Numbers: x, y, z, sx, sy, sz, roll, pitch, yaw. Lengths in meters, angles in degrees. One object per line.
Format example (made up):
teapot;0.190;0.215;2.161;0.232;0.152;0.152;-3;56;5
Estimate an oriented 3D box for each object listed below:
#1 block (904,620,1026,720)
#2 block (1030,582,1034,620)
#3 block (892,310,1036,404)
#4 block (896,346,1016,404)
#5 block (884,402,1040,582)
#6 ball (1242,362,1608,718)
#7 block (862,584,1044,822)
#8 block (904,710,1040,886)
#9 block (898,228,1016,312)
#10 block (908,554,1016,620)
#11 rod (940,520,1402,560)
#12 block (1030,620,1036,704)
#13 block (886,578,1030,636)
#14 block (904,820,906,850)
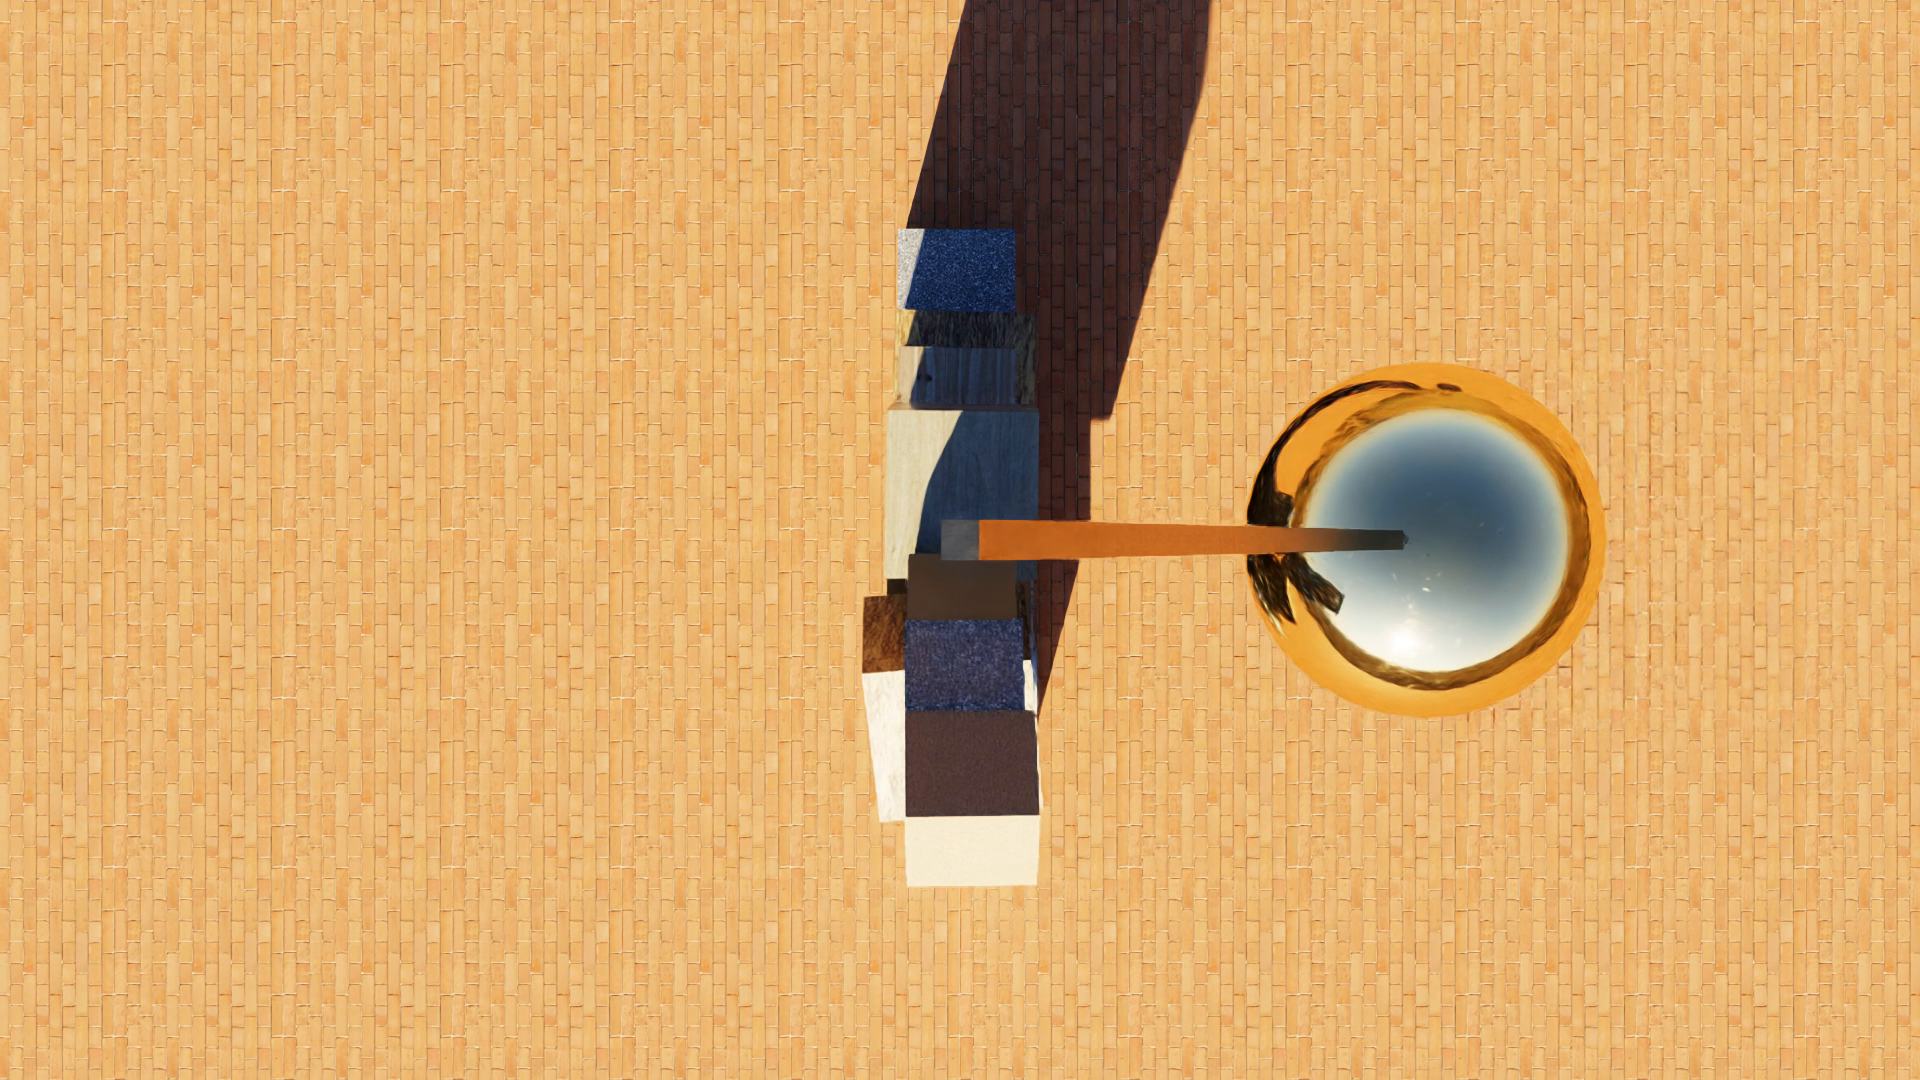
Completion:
block;0.018;0.697;9.466;0.502;0.502;0.504;0;49;0
block;0.013;0.038;11.872;0.739;0.698;0.756;0;90;0
block;0.018;-0.773;11.862;0.736;0.891;0.828;2;90;0
block;-0.018;-0.673;11.132;0.586;0.547;0.534;2;88;0
block;0.010;-0.239;10.230;0.681;0.804;0.757;1;96;0
ball;2.074;0.000;9.876;1.600;1.600;1.600;0;90;0
block;-0.036;0.770;10.453;0.771;0.690;0.829;-5;119;1
block;0.045;1.067;9.093;0.537;0.501;0.528;-1;48;-1
block;-0.019;-1.382;12.654;0.659;0.692;0.721;0;90;0
block;0.008;0.356;9.765;0.470;0.466;0.387;0;49;0
rod;0.899;0.000;6.686;0.080;5.200;0.080;0;90;20
block;-0.009;0.870;11.917;0.817;0.750;0.750;0;101;0
block;-0.008;0.044;11.079;0.699;0.785;0.750;0;99;0
block;-0.012;1.407;12.679;0.597;0.641;0.671;0;90;0
